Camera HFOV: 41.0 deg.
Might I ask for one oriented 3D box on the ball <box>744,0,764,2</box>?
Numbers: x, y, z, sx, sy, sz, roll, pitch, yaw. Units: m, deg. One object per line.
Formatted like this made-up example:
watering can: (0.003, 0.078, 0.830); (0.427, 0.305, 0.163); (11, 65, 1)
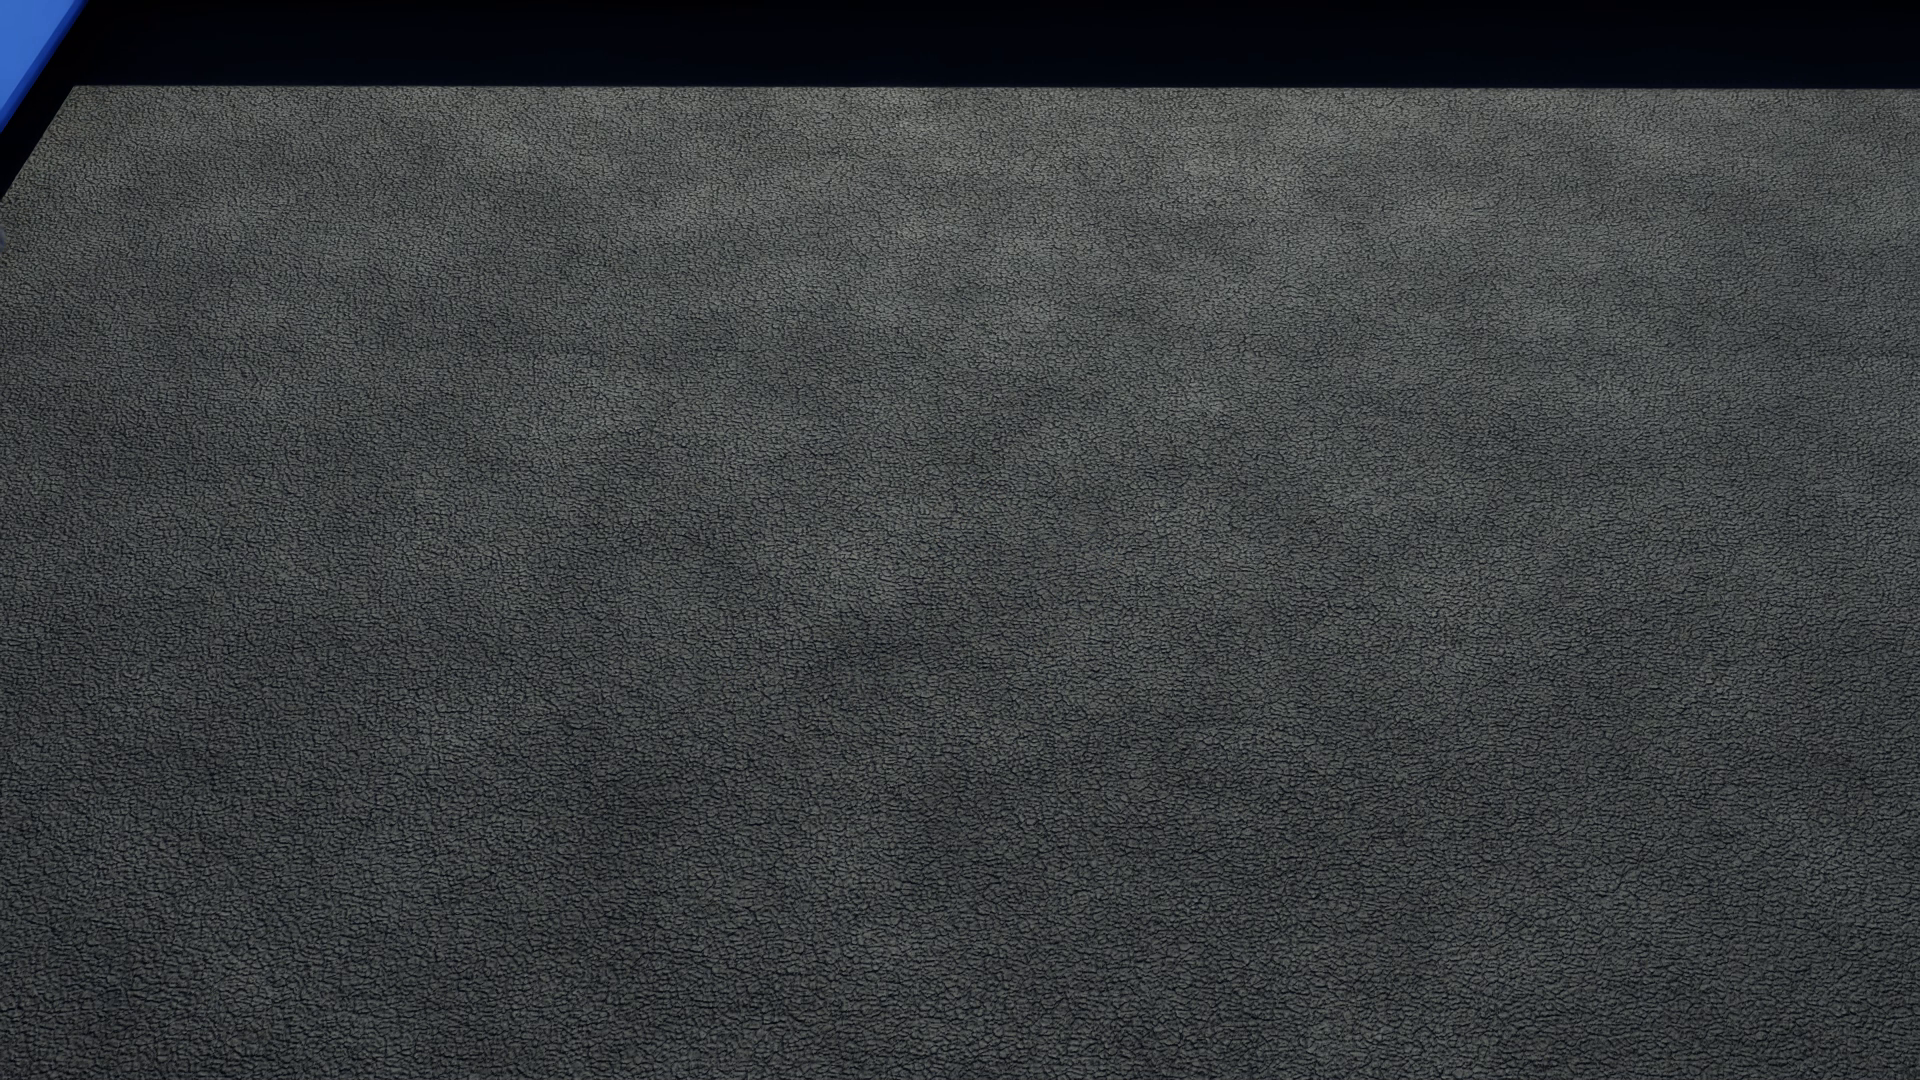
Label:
ball: (-0.198, -0.539, 2.447); (0.053, 0.053, 0.053); (0, 36, 0)

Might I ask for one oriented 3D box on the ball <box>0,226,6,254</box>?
ball: (-0.784, -0.240, 2.047); (0.041, 0.041, 0.041); (0, 36, 0)

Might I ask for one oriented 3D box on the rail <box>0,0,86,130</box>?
rail: (-0.819, -0.034, 1.689); (0.045, 0.126, 1.936); (0, 36, 0)
